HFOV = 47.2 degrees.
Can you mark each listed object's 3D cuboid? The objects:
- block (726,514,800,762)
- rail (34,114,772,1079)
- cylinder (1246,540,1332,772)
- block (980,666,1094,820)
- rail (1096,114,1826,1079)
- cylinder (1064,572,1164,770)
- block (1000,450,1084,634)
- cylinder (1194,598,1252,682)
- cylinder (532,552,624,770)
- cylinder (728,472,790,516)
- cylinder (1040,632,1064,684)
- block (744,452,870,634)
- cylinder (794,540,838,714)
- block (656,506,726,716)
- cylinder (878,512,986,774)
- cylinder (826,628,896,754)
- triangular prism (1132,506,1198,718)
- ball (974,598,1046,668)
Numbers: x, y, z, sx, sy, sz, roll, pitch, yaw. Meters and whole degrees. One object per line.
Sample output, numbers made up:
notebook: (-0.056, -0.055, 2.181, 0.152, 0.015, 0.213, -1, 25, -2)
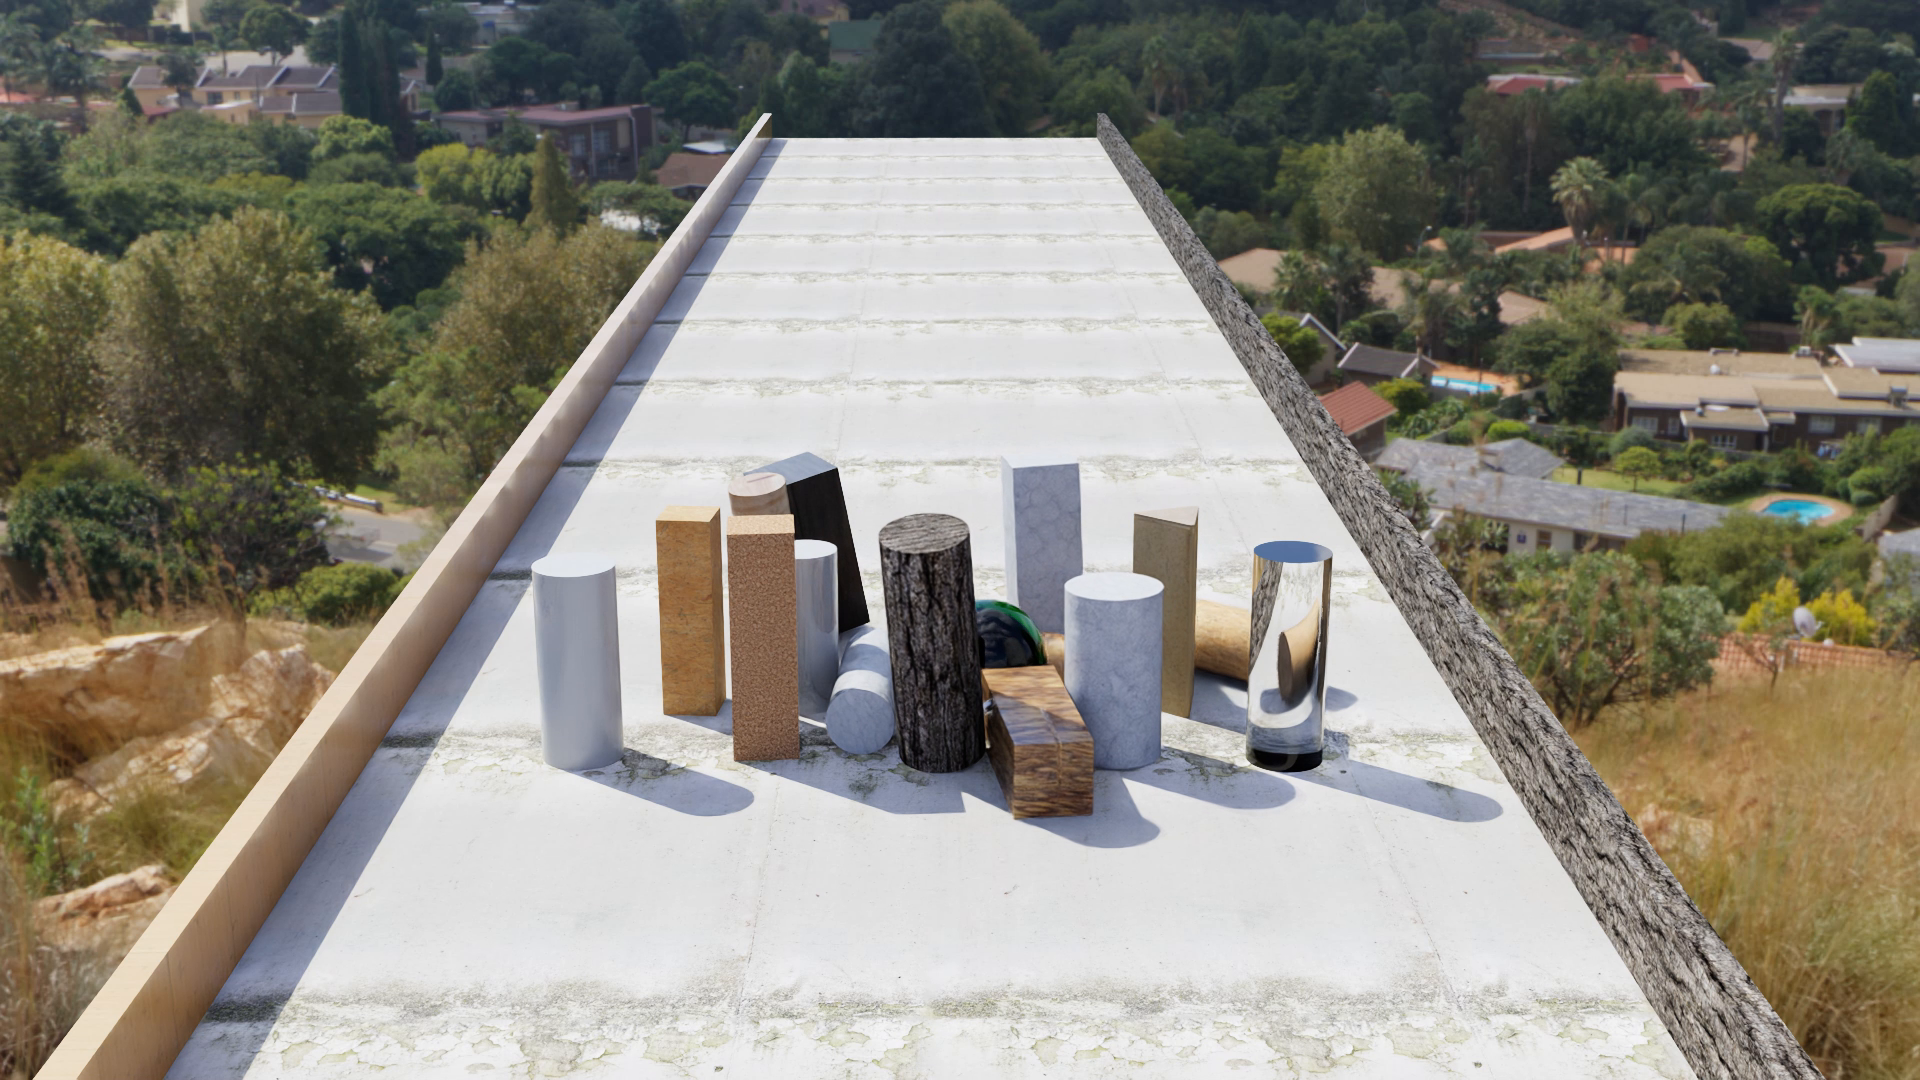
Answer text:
block: (-0.349, 0.174, 3.906, 0.117, 0.420, 0.117, -1, 17, -5)
rail: (-1.118, -0.838, 7.780, 0.050, 0.150, 12.000, 0, 17, -1)
cylinder: (0.577, 0.204, 3.866, 0.137, 0.384, 0.137, 0, 17, 0)
block: (0.130, 0.347, 3.827, 0.133, 0.133, 0.374, -2, 17, -8)
rail: (0.932, -0.844, 7.801, 0.050, 0.150, 12.000, 0, 17, -1)
cylinder: (0.272, 0.230, 3.903, 0.174, 0.310, 0.174, -1, 15, 0)
block: (0.167, 0.033, 4.394, 0.133, 0.401, 0.133, -5, 15, -8)
cylinder: (0.535, 0.200, 4.316, 0.301, 0.135, 0.135, 14, 21, 38)
cylinder: (-0.673, 0.214, 3.884, 0.145, 0.356, 0.145, 0, 17, 0)
cylinder: (-0.376, 0.058, 4.364, 0.115, 0.367, 0.115, -6, 24, 3)
cylinder: (0.113, 0.222, 4.303, 0.353, 0.100, 0.100, 8, 18, 24)
block: (-0.315, 0.017, 4.525, 0.148, 0.346, 0.148, -20, 23, -22)
cylinder: (-0.291, 0.163, 4.141, 0.124, 0.306, 0.124, 0, 17, 0)
block: (-0.502, 0.133, 4.115, 0.100, 0.379, 0.100, 2, 17, 5)
cylinder: (-0.046, 0.181, 3.827, 0.156, 0.431, 0.156, -4, 26, 2)
cylinder: (-0.170, 0.277, 4.077, 0.125, 0.125, 0.335, 1, 17, 2)
triangular prism: (0.410, 0.128, 4.135, 0.131, 0.375, 0.114, 13, 21, 38)
ball: (0.049, 0.220, 4.092, 0.224, 0.224, 0.224, 0, 17, 0)
